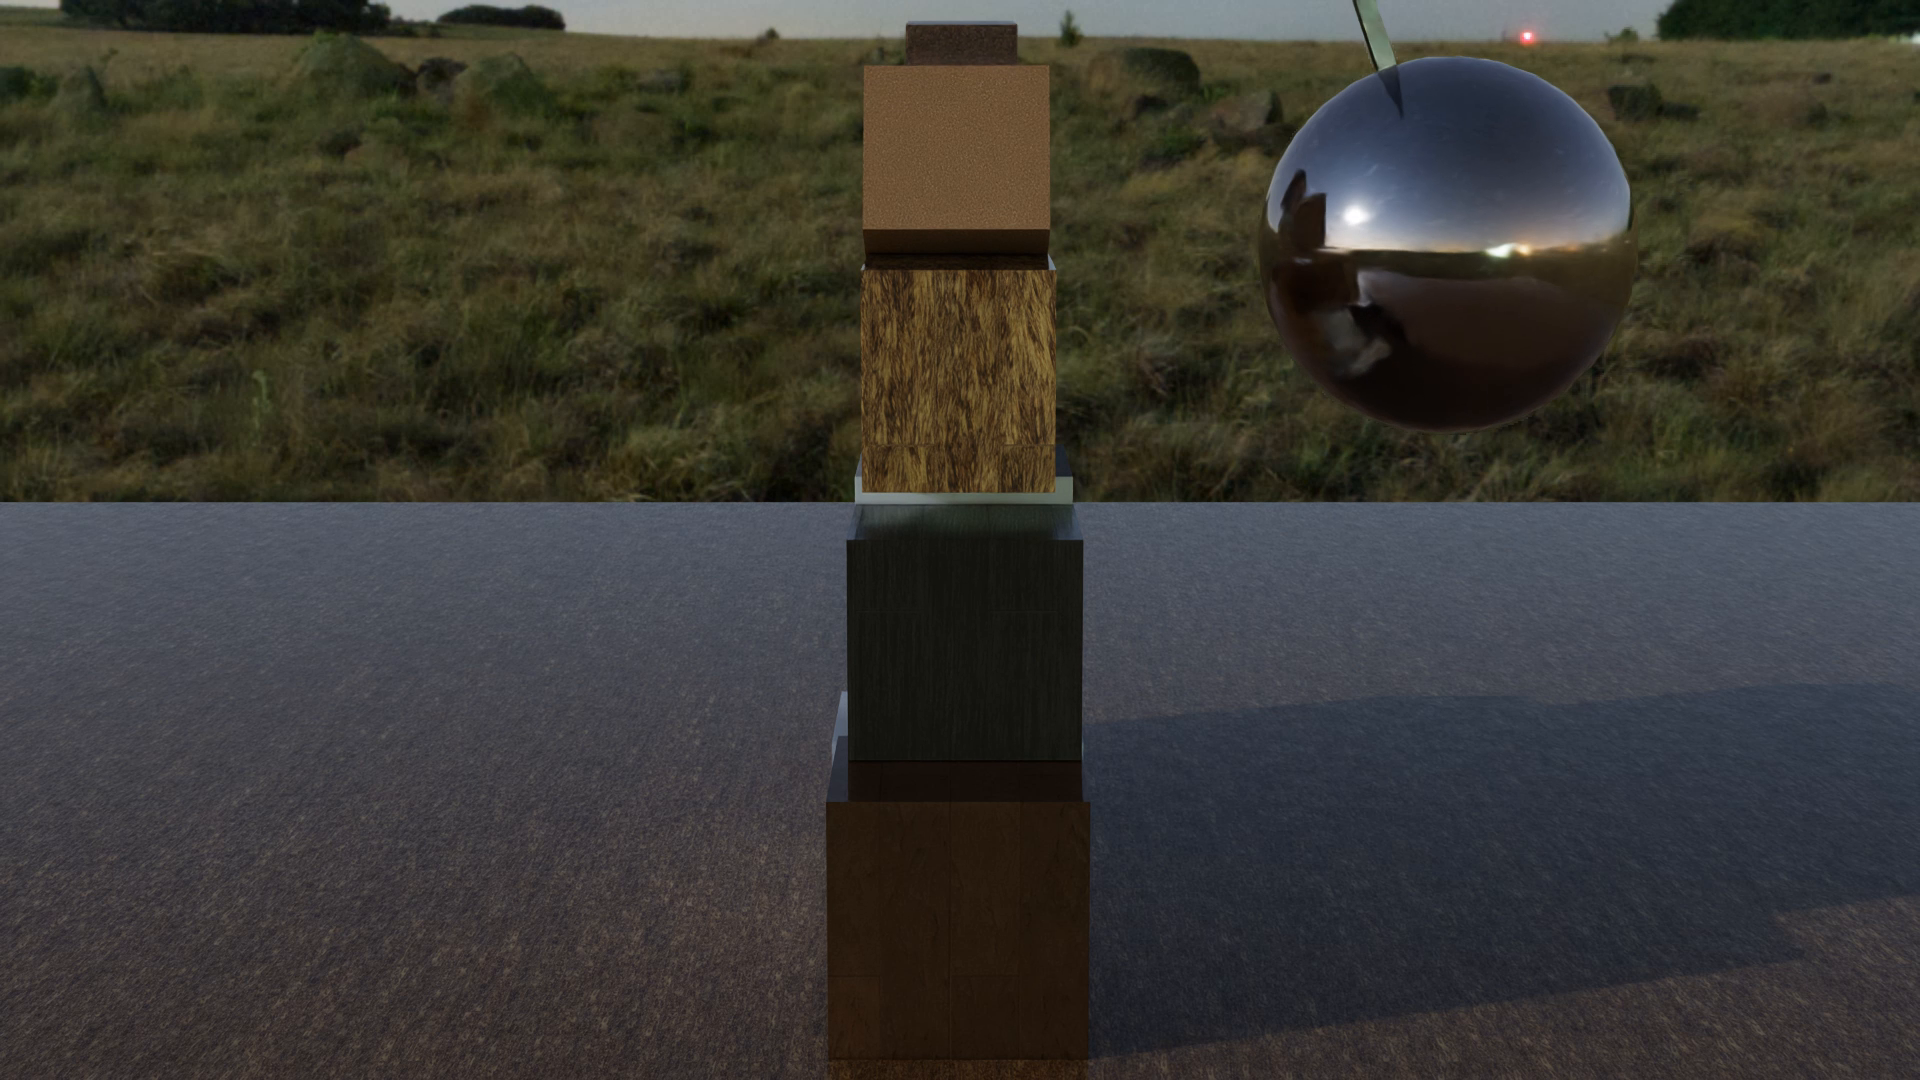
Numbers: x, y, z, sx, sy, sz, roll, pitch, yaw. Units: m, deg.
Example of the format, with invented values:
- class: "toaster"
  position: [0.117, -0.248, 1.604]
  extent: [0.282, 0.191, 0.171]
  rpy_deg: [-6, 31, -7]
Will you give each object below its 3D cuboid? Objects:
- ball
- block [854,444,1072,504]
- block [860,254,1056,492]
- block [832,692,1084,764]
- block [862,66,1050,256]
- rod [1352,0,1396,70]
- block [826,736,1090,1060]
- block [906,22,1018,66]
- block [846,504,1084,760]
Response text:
- class: "ball"
  position: [2.074, -1.254, 10.952]
  extent: [1.600, 1.600, 1.600]
  rpy_deg: [0, 10, 0]
- class: "block"
  position: [0.015, 0.143, 10.834]
  extent: [0.875, 0.974, 0.920]
  rpy_deg: [0, 10, 0]
- class: "block"
  position: [-0.006, -0.685, 10.271]
  extent: [0.746, 0.857, 0.902]
  rpy_deg: [0, 10, 0]
- class: "block"
  position: [-0.009, 1.173, 10.502]
  extent: [0.981, 0.934, 0.843]
  rpy_deg: [0, 10, 0]
- class: "block"
  position: [-0.014, -1.527, 10.728]
  extent: [0.756, 0.701, 0.662]
  rpy_deg: [0, -12, 0]
- class: "rod"
  position: [0.899, -4.393, 10.382]
  extent: [0.080, 5.200, 0.080]
  rpy_deg: [-20, 10, 4]
- class: "block"
  position: [-0.006, 1.319, 9.621]
  extent: [0.936, 0.963, 0.923]
  rpy_deg: [0, 10, 0]
- class: "block"
  position: [0.005, -2.055, 11.567]
  extent: [0.489, 0.543, 0.541]
  rpy_deg: [0, 13, 0]
- class: "block"
  position: [0.018, 0.341, 9.964]
  extent: [0.876, 0.839, 0.854]
  rpy_deg: [0, 10, 0]
